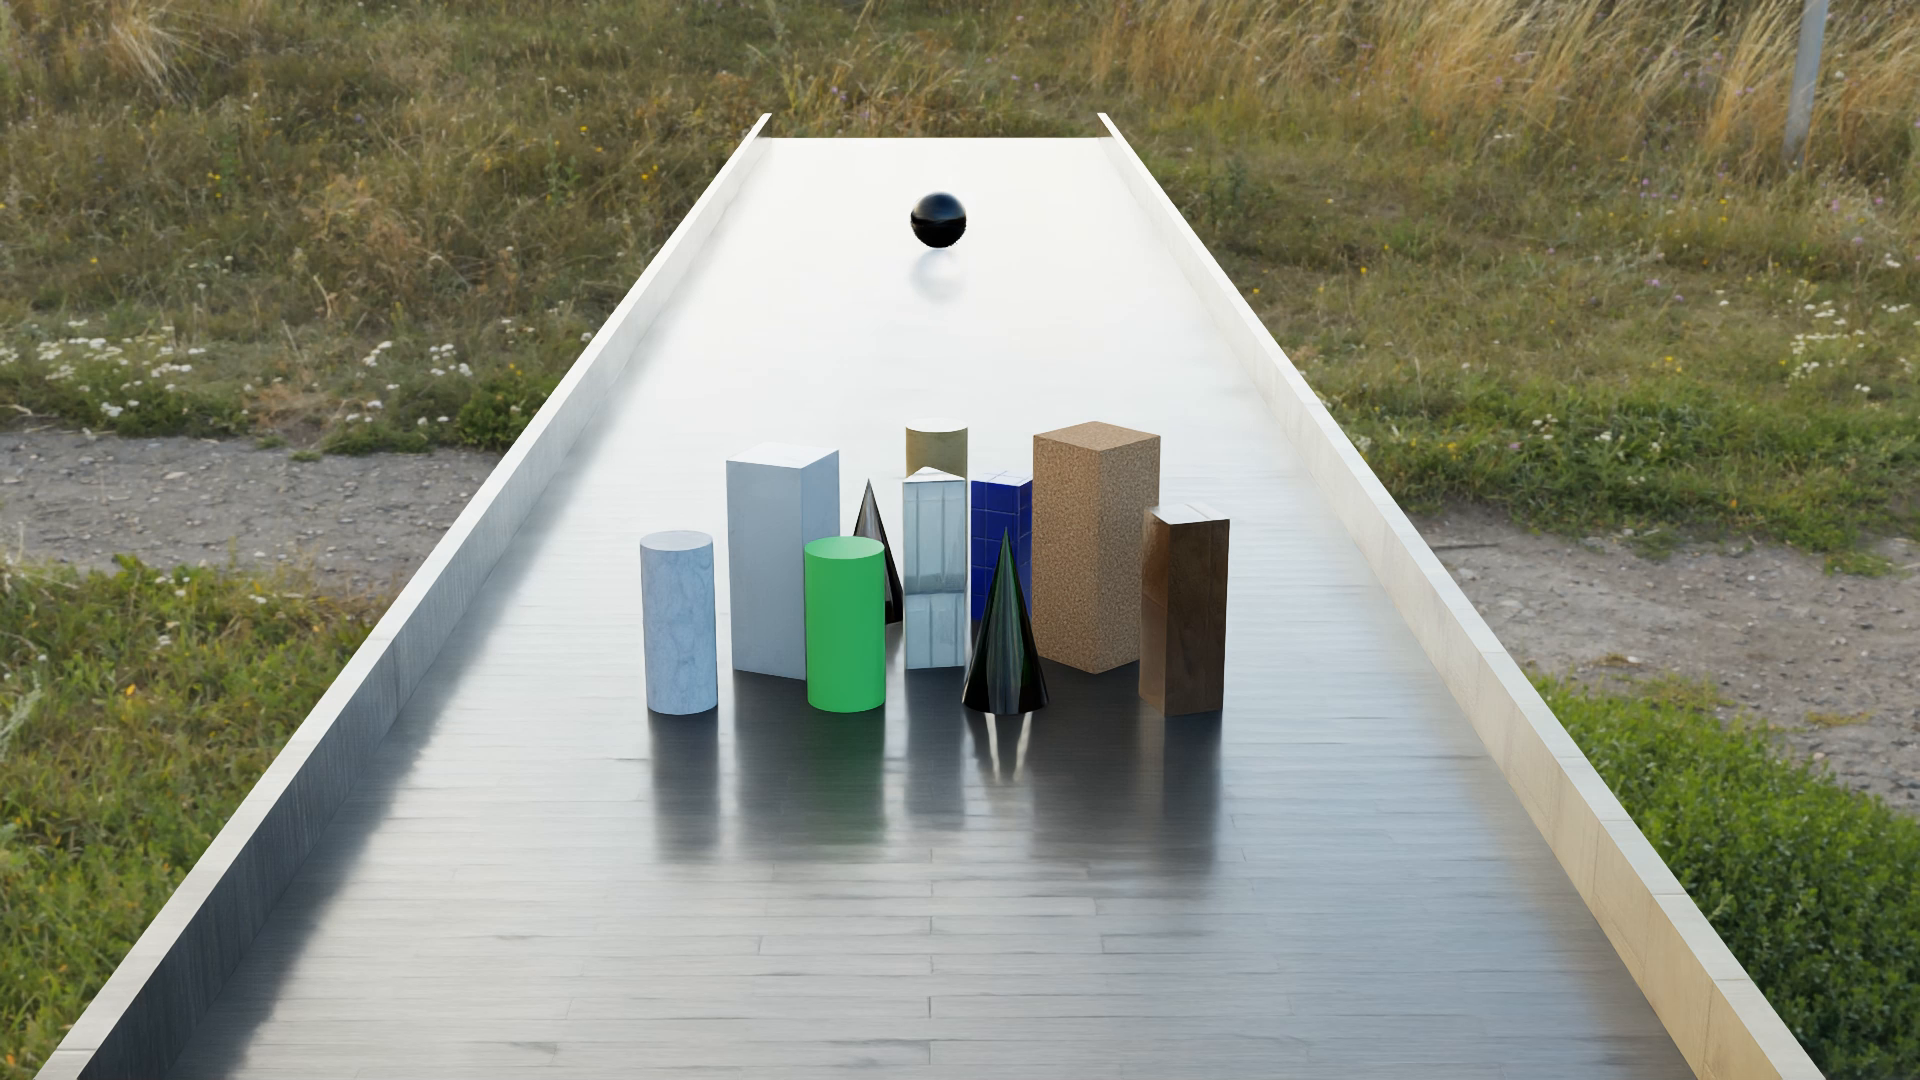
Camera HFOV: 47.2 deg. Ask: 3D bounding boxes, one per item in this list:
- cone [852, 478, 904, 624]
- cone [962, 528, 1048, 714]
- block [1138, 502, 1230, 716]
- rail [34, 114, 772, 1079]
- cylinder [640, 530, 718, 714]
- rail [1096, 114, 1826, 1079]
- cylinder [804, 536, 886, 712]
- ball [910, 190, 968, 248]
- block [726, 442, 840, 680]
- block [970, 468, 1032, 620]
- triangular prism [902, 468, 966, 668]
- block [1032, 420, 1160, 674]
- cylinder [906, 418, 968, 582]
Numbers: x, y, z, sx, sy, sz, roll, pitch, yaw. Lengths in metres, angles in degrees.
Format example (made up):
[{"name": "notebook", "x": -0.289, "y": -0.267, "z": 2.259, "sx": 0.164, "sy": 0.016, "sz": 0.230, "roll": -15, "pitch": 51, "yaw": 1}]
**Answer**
[{"name": "cone", "x": -0.192, "y": 0.012, "z": 4.658, "sx": 0.167, "sy": 0.301, "sz": 0.167, "roll": 0, "pitch": 17, "yaw": 0}, {"name": "cone", "x": 0.086, "y": 0.138, "z": 4.157, "sx": 0.168, "sy": 0.345, "sz": 0.168, "roll": 0, "pitch": 17, "yaw": 0}, {"name": "block", "x": 0.420, "y": 0.129, "z": 4.135, "sx": 0.121, "sy": 0.375, "sz": 0.121, "roll": -5, "pitch": 17, "yaw": -18}, {"name": "rail", "x": -1.118, "y": -0.838, "z": 7.780, "sx": 0.050, "sy": 0.150, "sz": 12.000, "roll": 0, "pitch": 17, "yaw": -1}, {"name": "cylinder", "x": -0.529, "y": 0.154, "z": 4.145, "sx": 0.136, "sy": 0.321, "sz": 0.136, "roll": 0, "pitch": 17, "yaw": 0}, {"name": "rail", "x": 0.932, "y": -0.844, "z": 7.801, "sx": 0.050, "sy": 0.150, "sz": 12.000, "roll": 0, "pitch": 17, "yaw": -1}, {"name": "cylinder", "x": -0.217, "y": 0.158, "z": 4.165, "sx": 0.150, "sy": 0.302, "sz": 0.150, "roll": 0, "pitch": 17, "yaw": 0}, {"name": "ball", "x": -0.091, "y": -1.371, "z": 9.405, "sx": 0.247, "sy": 0.247, "sz": 0.247, "roll": 0, "pitch": 17, "yaw": 0}, {"name": "block", "x": -0.345, "y": 0.039, "z": 4.346, "sx": 0.163, "sy": 0.428, "sz": 0.163, "roll": 7, "pitch": 18, "yaw": 22}, {"name": "block", "x": 0.097, "y": 0.014, "z": 4.647, "sx": 0.111, "sy": 0.304, "sz": 0.111, "roll": 8, "pitch": 18, "yaw": 25}, {"name": "triangular prism", "x": -0.059, "y": 0.054, "z": 4.372, "sx": 0.122, "sy": 0.384, "sz": 0.106, "roll": -3, "pitch": 17, "yaw": -9}, {"name": "block", "x": 0.269, "y": 0.012, "z": 4.391, "sx": 0.178, "sy": 0.454, "sz": 0.178, "roll": -15, "pitch": 22, "yaw": -42}, {"name": "cylinder", "x": -0.052, "y": -0.084, "z": 4.886, "sx": 0.139, "sy": 0.355, "sz": 0.139, "roll": 0, "pitch": 17, "yaw": 0}]
